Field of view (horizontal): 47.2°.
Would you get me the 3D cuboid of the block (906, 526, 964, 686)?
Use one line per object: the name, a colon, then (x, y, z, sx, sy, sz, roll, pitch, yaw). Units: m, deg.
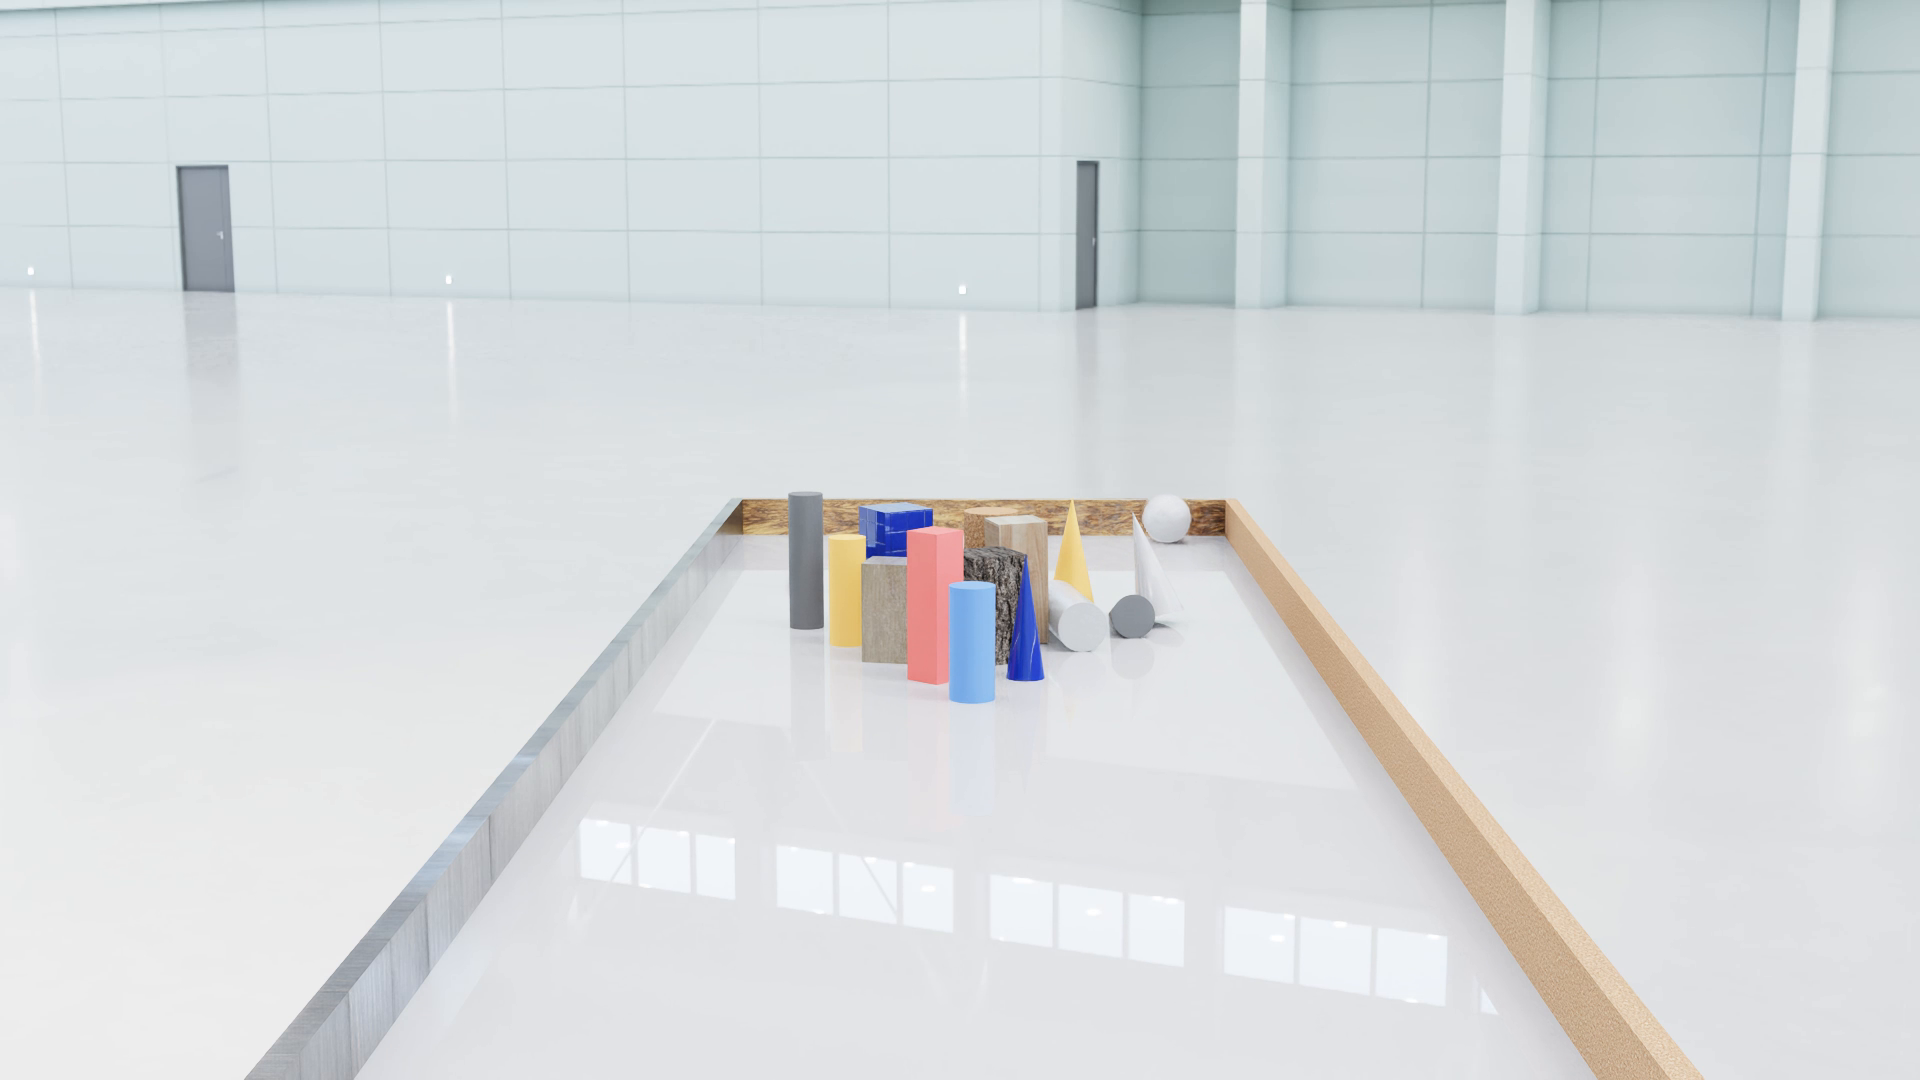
block: (-0.072, 0.190, 6.406, 0.116, 0.440, 0.116, 8, 12, 40)

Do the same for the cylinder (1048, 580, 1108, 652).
cylinder: (0.348, 0.239, 7.003, 0.156, 0.156, 0.401, -1, 9, -9)

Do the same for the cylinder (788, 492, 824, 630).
cylinder: (-0.502, 0.067, 7.183, 0.113, 0.440, 0.113, 0, 9, 0)

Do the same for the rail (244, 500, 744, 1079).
rail: (-1.004, 0.839, 3.234, 0.050, 0.150, 12.000, 0, 9, 1)

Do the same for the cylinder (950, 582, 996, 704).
cylinder: (0.034, 0.286, 6.168, 0.130, 0.324, 0.130, 0, 9, 0)

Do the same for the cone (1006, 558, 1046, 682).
cone: (0.192, 0.221, 6.434, 0.116, 0.370, 0.116, 0, 9, 0)

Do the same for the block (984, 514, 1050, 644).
block: (0.180, 0.127, 6.967, 0.159, 0.386, 0.159, -4, 10, -16)

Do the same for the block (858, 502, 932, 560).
block: (-0.209, 0.089, 7.183, 0.177, 0.395, 0.177, -5, 10, -31)

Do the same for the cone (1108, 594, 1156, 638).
cone: (0.528, 0.246, 7.233, 0.141, 0.141, 0.423, -1, 0, -7)

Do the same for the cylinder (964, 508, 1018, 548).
cylinder: (0.101, 0.095, 7.186, 0.176, 0.384, 0.176, 0, 9, 0)

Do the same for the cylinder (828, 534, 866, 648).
cylinder: (-0.354, 0.159, 6.922, 0.117, 0.340, 0.117, 0, 9, 0)

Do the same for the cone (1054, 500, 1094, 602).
cone: (0.373, 0.055, 7.352, 0.175, 0.409, 0.175, 0, 9, 0)

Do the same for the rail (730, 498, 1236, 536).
rail: (0.099, -0.098, 9.147, 2.100, 0.150, 0.050, 0, 9, 1)

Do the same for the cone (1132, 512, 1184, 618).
cone: (0.615, 0.079, 7.254, 0.167, 0.358, 0.167, -14, -6, -2)

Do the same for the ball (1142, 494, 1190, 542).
ball: (0.839, -0.089, 8.938, 0.198, 0.198, 0.198, 0, 9, 0)

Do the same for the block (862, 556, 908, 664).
block: (-0.213, 0.212, 6.702, 0.144, 0.303, 0.144, 2, 9, 12)

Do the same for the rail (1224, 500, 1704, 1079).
rail: (1.046, 0.843, 3.208, 0.050, 0.150, 12.000, 0, 9, 1)

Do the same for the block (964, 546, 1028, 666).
block: (0.084, 0.201, 6.684, 0.180, 0.331, 0.180, -4, 10, -23)
